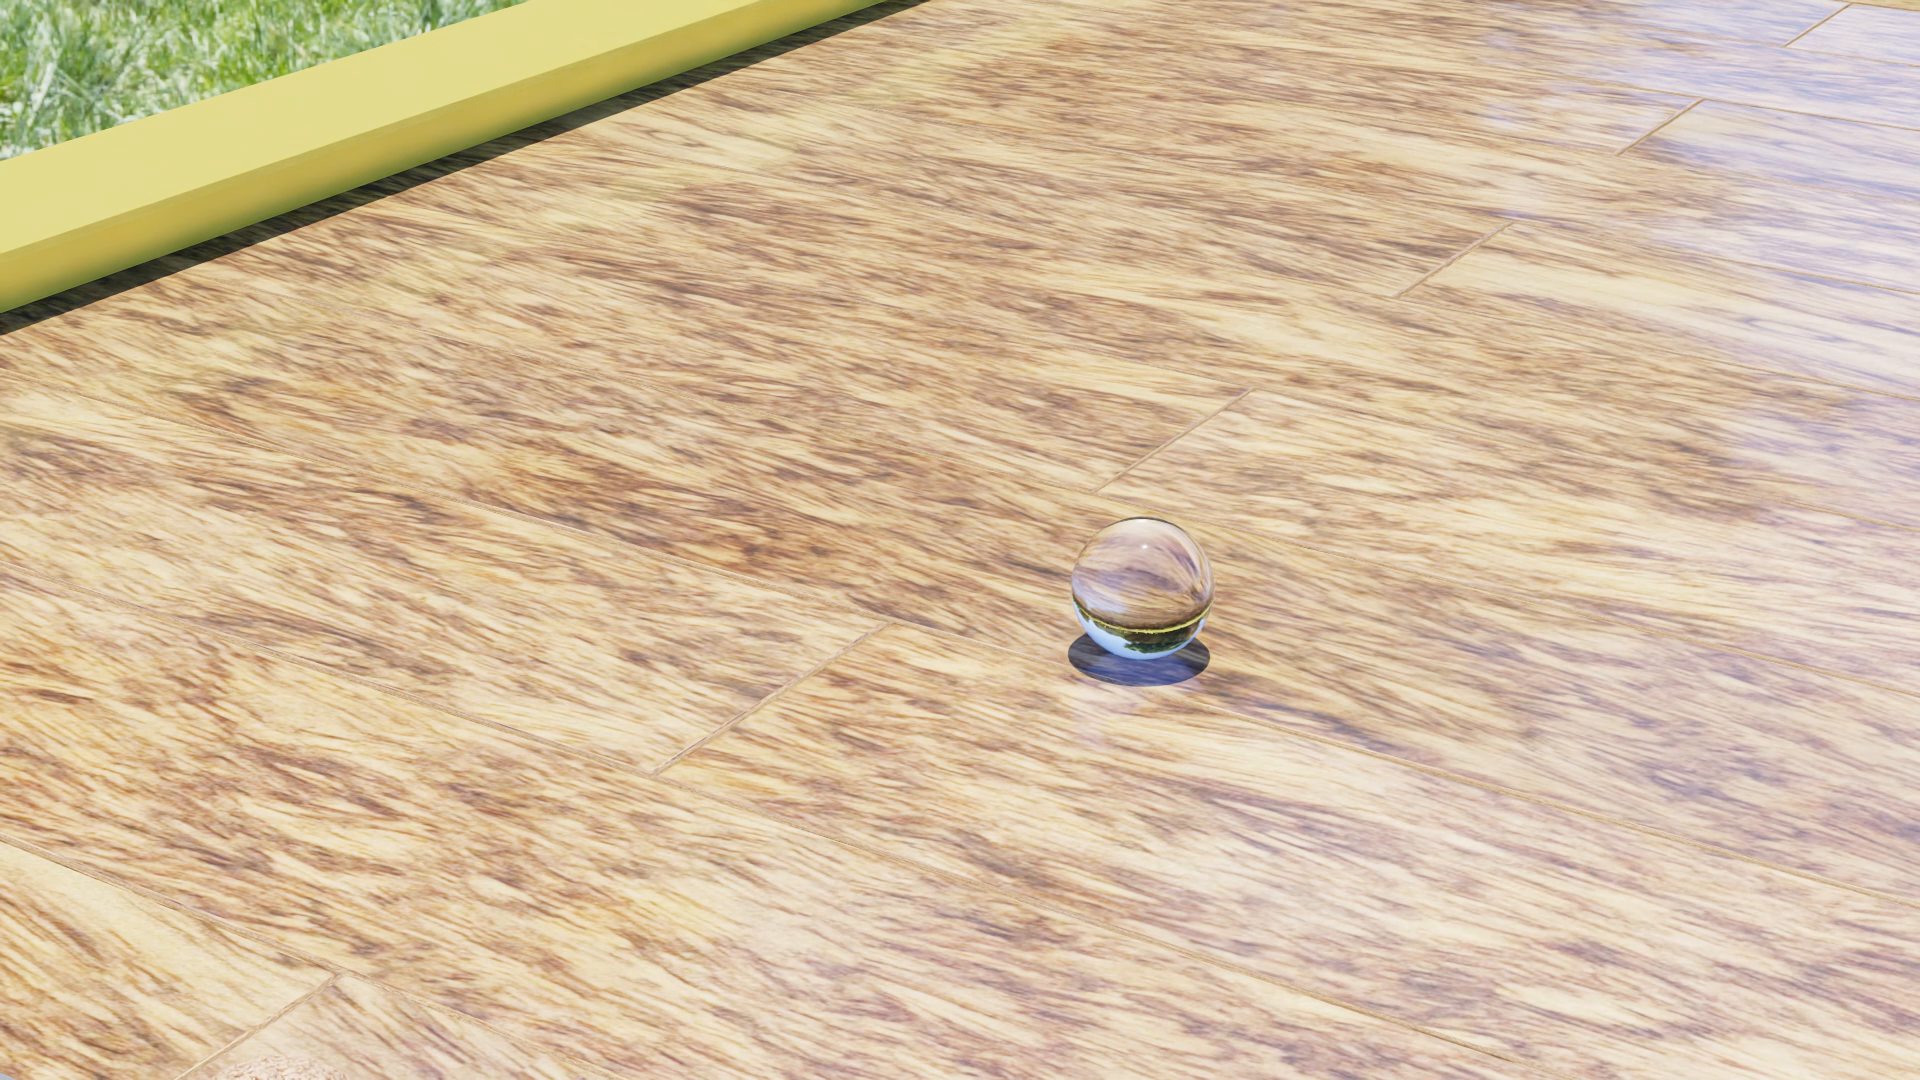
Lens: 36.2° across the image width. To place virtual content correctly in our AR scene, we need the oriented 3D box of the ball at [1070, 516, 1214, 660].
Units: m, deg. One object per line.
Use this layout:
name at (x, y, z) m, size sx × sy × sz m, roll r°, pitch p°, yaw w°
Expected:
ball at (0.113, 0.030, 1.826) m, size 0.089 × 0.089 × 0.089 m, roll 0°, pitch 24°, yaw 0°

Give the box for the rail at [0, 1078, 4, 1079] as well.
rail at (-0.430, 0.255, 1.272) m, size 1.954 × 0.123 × 0.045 m, roll 15°, pitch 28°, yaw 30°

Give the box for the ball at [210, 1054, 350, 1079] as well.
ball at (-0.296, 0.271, 1.274) m, size 0.094 × 0.094 × 0.094 m, roll 0°, pitch 24°, yaw 0°

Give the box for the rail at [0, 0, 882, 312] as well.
rail at (-0.358, -0.501, 2.987) m, size 0.045 × 0.123 × 3.276 m, roll 15°, pitch 28°, yaw 30°
